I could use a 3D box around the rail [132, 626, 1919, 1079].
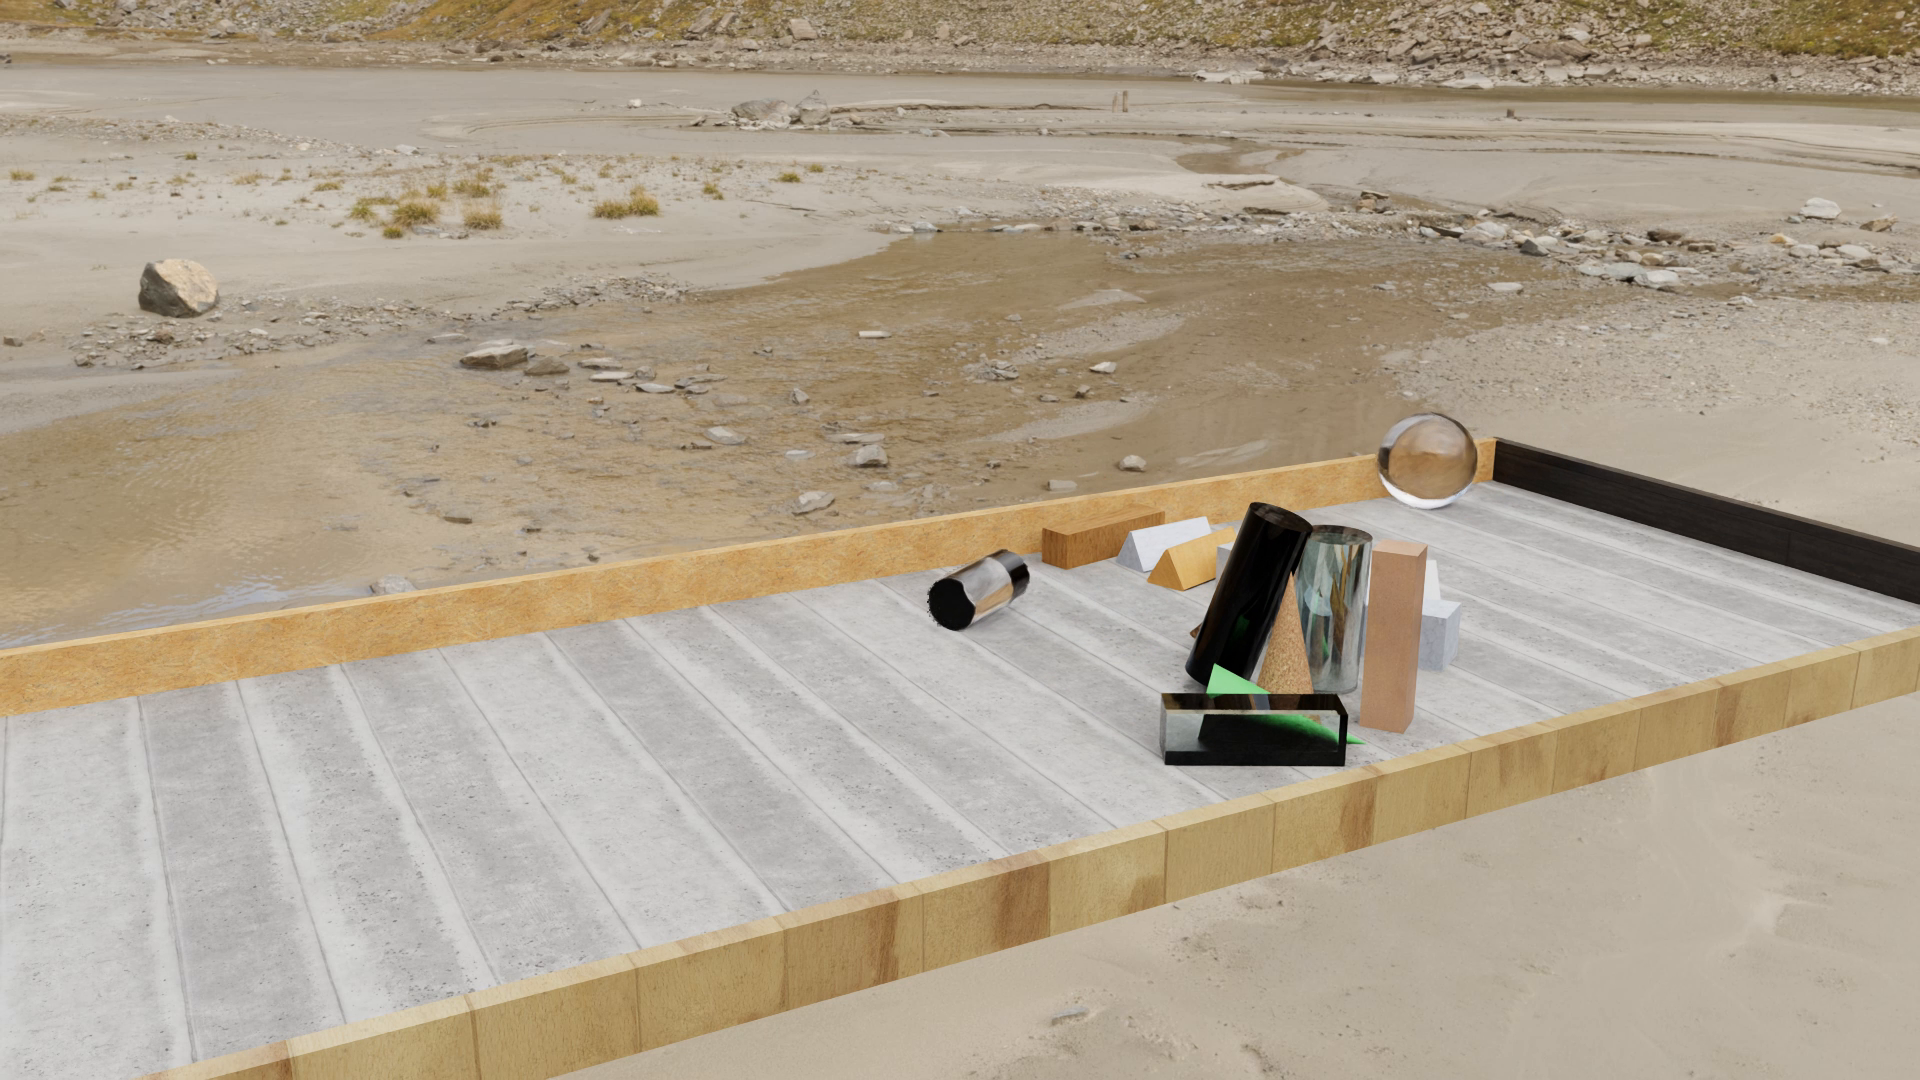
[{"bbox_3d":[-2.336,1.006,1.665,12.000,0.150,0.050,-9,18,-27],"label":"rail"}]

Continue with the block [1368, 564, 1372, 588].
[{"bbox_3d":[1.052,0.147,4.602,0.378,0.111,0.111,-1,38,-3],"label":"block"}]

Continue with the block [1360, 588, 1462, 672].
[{"bbox_3d":[1.115,0.225,4.334,0.353,0.144,0.144,9,19,29],"label":"block"}]

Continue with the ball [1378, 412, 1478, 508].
[{"bbox_3d":[1.614,-0.275,5.696,0.335,0.335,0.335,0,16,0],"label":"ball"}]

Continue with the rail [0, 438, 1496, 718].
[{"bbox_3d":[-3.305,0.497,3.399,12.000,0.150,0.050,-9,18,-27],"label":"rail"}]

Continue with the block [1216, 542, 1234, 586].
[{"bbox_3d":[0.923,0.064,4.905,0.337,0.131,0.131,-14,21,-39],"label":"block"}]

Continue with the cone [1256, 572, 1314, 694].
[{"bbox_3d":[0.769,0.245,3.877,0.166,0.363,0.166,0,16,0],"label":"cone"}]

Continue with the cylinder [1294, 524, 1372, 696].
[{"bbox_3d":[0.910,0.172,4.076,0.178,0.386,0.178,2,16,0],"label":"cylinder"}]

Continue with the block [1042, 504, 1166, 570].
[{"bbox_3d":[0.455,-0.013,5.202,0.433,0.110,0.110,-13,21,-38],"label":"block"}]

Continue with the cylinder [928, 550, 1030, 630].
[{"bbox_3d":[0.055,0.138,4.624,0.148,0.148,0.312,9,19,29],"label":"cylinder"}]

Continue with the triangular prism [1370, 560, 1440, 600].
[{"bbox_3d":[1.152,0.119,4.738,0.434,0.114,0.132,-2,16,-6],"label":"triangular prism"}]

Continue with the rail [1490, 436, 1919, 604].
[{"bbox_3d":[2.466,-0.048,5.253,0.050,0.150,2.100,-9,18,-27],"label":"rail"}]

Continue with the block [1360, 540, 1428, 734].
[{"bbox_3d":[1.006,0.224,3.830,0.103,0.431,0.103,8,18,26],"label":"block"}]

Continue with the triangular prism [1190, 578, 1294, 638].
[{"bbox_3d":[0.808,0.161,4.398,0.411,0.106,0.122,-26,46,-30],"label":"triangular prism"}]

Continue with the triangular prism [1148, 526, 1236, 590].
[{"bbox_3d":[0.722,0.047,4.981,0.132,0.114,0.336,15,22,41],"label":"triangular prism"}]

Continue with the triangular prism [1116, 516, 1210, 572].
[{"bbox_3d":[0.646,0.004,5.127,0.307,0.114,0.131,-11,20,-33],"label":"triangular prism"}]

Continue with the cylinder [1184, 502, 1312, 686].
[{"bbox_3d":[0.702,0.143,4.027,0.161,0.446,0.161,16,20,-6],"label":"cylinder"}]

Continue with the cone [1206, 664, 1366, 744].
[{"bbox_3d":[0.751,0.416,3.795,0.385,0.164,0.164,16,19,9],"label":"cone"}]

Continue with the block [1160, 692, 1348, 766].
[{"bbox_3d":[0.653,0.424,3.692,0.397,0.123,0.123,0,16,1],"label":"block"}]
